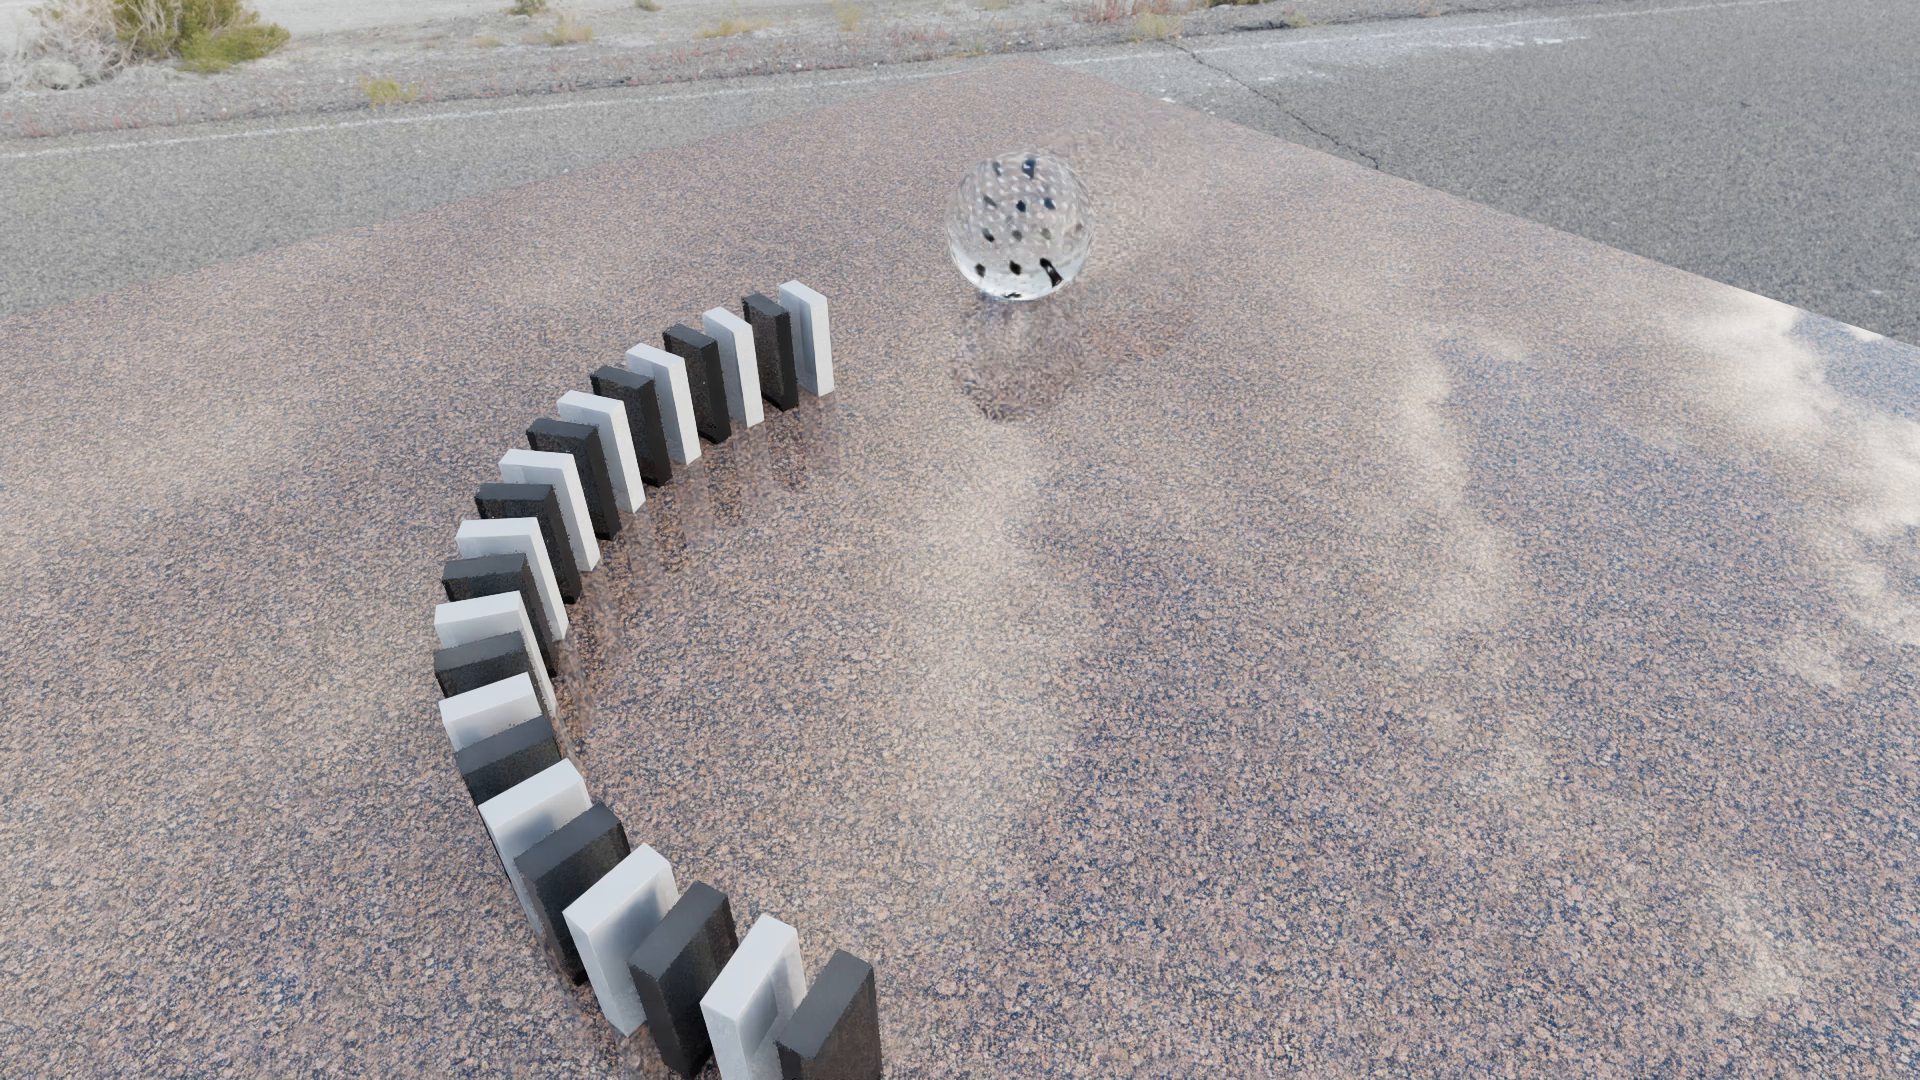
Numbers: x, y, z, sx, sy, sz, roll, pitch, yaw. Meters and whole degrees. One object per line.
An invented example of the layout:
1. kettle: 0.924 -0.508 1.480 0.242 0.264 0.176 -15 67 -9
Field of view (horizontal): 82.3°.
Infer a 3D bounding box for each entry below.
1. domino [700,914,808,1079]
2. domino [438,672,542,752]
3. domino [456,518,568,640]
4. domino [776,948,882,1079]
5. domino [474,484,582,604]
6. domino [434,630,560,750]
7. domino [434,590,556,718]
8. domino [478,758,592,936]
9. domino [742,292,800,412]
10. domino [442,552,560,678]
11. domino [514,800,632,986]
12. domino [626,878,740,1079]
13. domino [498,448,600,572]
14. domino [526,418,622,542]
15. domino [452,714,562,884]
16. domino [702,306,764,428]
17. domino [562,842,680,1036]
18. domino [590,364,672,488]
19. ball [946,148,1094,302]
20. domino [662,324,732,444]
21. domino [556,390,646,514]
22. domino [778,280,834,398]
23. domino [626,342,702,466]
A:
1. domino: -0.048 0.117 0.269 0.009 0.050 0.025 17 42 20
2. domino: -0.136 0.065 0.333 0.025 0.050 0.009 -19 43 -21
3. domino: -0.159 0.015 0.393 0.025 0.050 0.009 -3 39 -3
4. domino: -0.030 0.123 0.262 0.010 0.050 0.025 19 43 21
5. domino: -0.160 0.002 0.409 0.025 0.050 0.010 1 39 1
6. domino: -0.145 0.053 0.347 0.025 0.050 0.009 -15 42 -17
7. domino: -0.152 0.041 0.362 0.025 0.050 0.010 -10 40 -12
8. domino: -0.113 0.086 0.306 0.025 0.050 0.009 -28 47 -30
9. domino: -0.089 -0.088 0.519 0.009 0.050 0.025 -28 47 -30
10. domino: -0.157 0.028 0.377 0.025 0.050 0.010 -6 40 -8
11. domino: -0.099 0.095 0.295 0.009 0.050 0.025 31 49 32
12. domino: -0.067 0.111 0.276 0.010 0.050 0.025 19 43 22
13. domino: -0.158 -0.011 0.425 0.025 0.050 0.009 5 40 6
14. domino: -0.154 -0.024 0.440 0.025 0.050 0.010 9 40 11
15. domino: -0.126 0.076 0.319 0.025 0.050 0.009 -23 45 -26
16. domino: -0.105 -0.080 0.509 0.010 0.050 0.025 -31 49 -32
17. domino: -0.084 0.104 0.285 0.010 0.050 0.025 26 46 28
18. domino: -0.140 -0.048 0.470 0.025 0.050 0.009 17 42 20
19. ball: 0.032 -0.170 0.596 0.080 0.080 0.080 0 39 0
20. domino: -0.119 -0.070 0.497 0.025 0.050 0.009 26 46 28
21. domino: -0.148 -0.036 0.456 0.025 0.050 0.009 13 41 15
22. domino: -0.074 -0.097 0.530 0.010 0.050 0.025 -30 48 -32
23. domino: -0.130 -0.059 0.484 0.025 0.050 0.009 21 44 24
